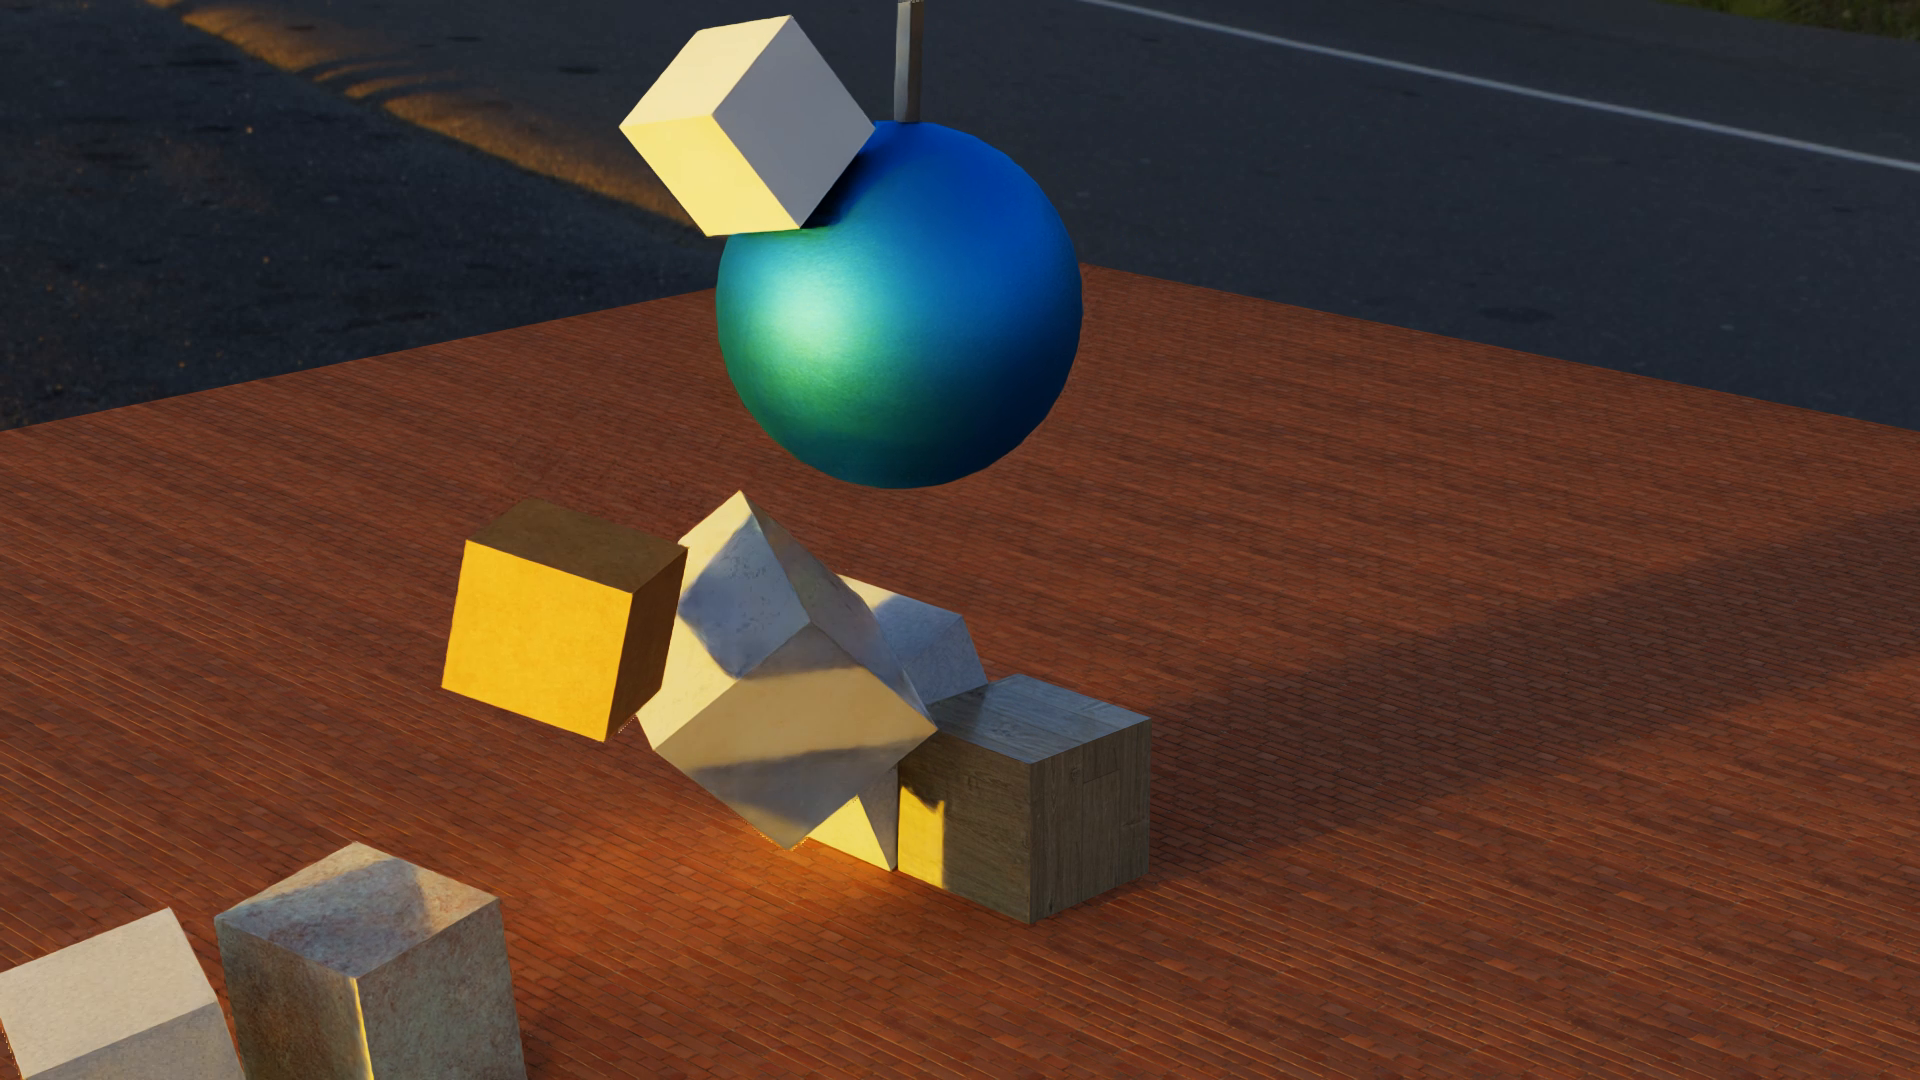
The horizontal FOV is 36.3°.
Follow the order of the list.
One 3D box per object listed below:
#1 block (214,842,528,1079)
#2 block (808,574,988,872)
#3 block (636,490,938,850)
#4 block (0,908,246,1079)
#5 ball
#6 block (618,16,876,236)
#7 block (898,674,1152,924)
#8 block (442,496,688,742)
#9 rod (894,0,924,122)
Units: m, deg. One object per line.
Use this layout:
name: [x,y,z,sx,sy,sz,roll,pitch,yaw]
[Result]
block: [-2.229,1.772,11.141,0.829,0.863,0.689,14,29,37]
block: [-0.450,0.844,13.763,0.845,0.840,0.893,17,49,43]
block: [-0.852,0.571,12.736,0.858,0.989,0.911,-39,45,7]
block: [-2.982,1.938,10.563,0.687,0.786,0.739,-21,28,-20]
ball: [-0.264,-1.018,12.745,1.600,1.600,1.600,0,17,0]
block: [-0.875,-1.703,12.113,0.622,0.623,0.593,2,50,48]
block: [0.291,1.162,13.377,0.793,0.761,0.836,-17,24,-42]
block: [-1.561,0.305,11.621,0.701,0.639,0.598,17,21,11]
rod: [-0.114,-4.300,11.870,0.080,5.200,0.080,17,20,42]
